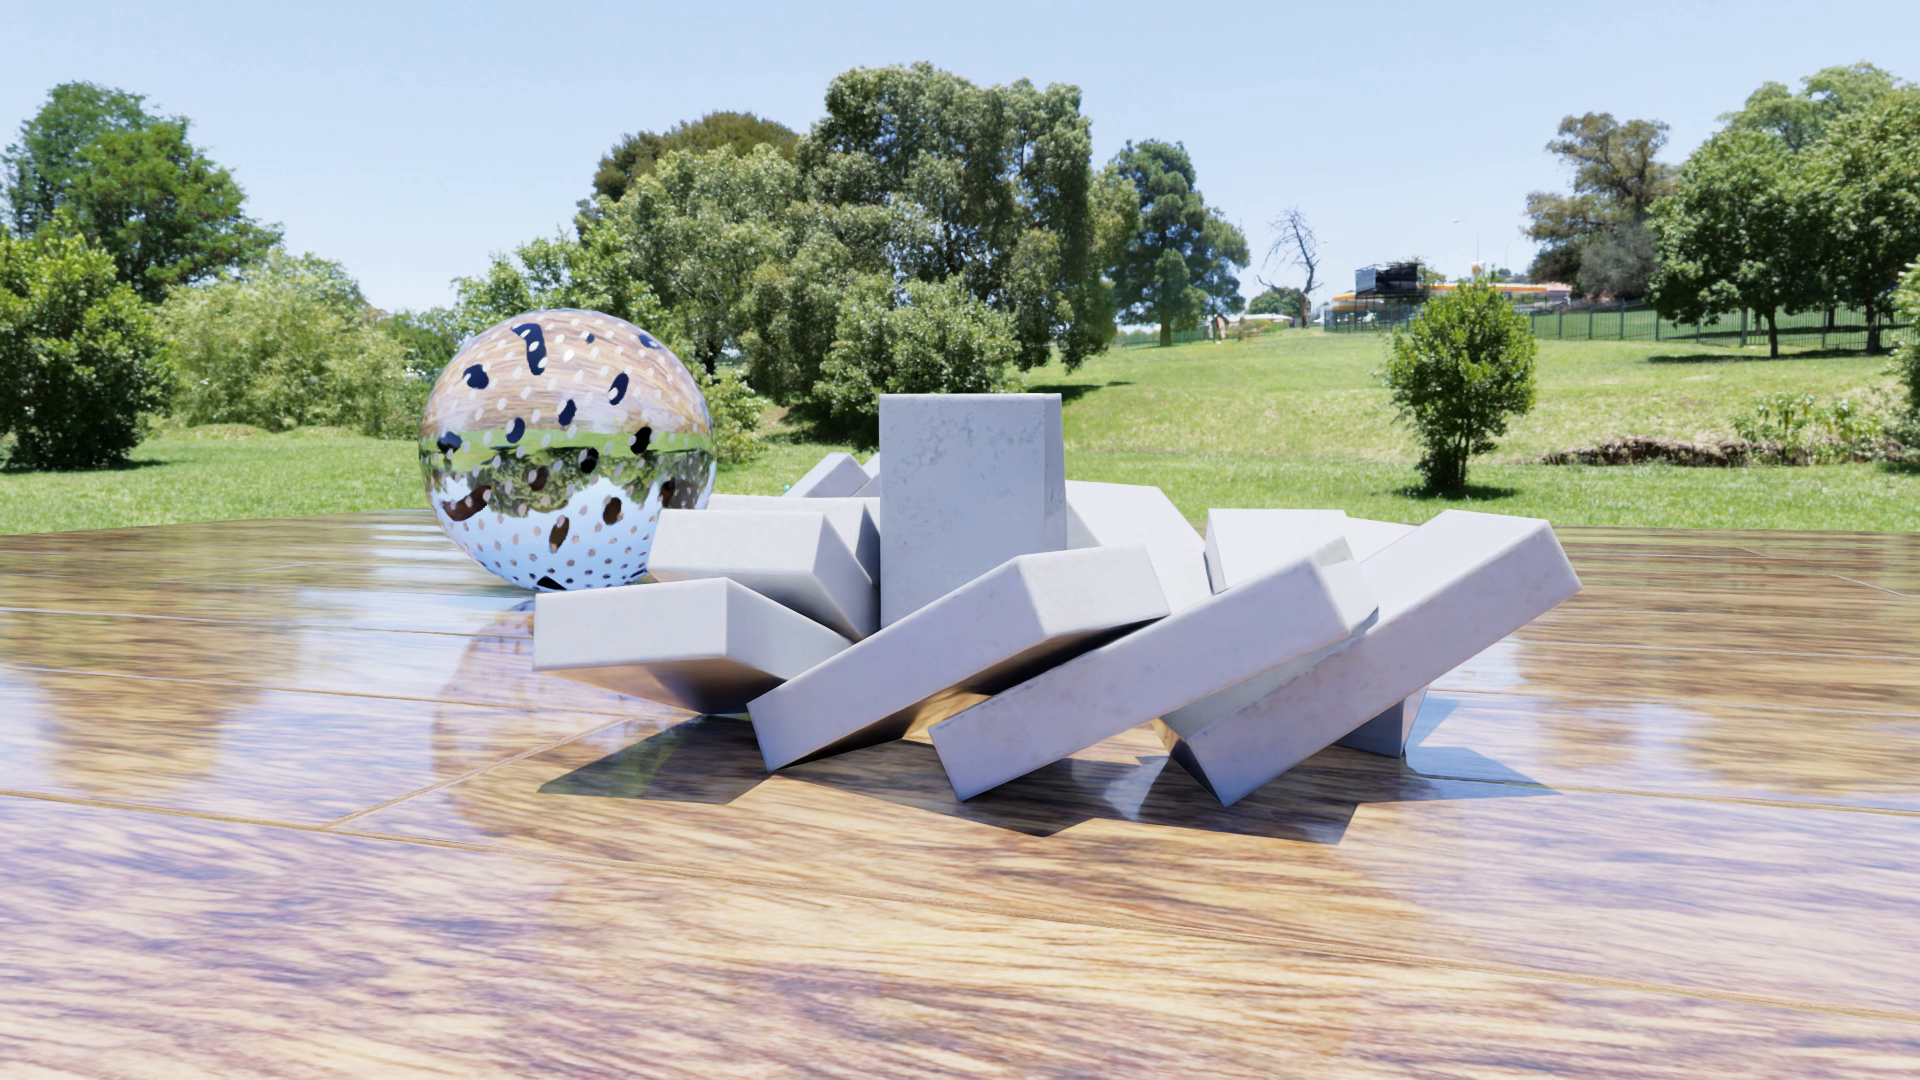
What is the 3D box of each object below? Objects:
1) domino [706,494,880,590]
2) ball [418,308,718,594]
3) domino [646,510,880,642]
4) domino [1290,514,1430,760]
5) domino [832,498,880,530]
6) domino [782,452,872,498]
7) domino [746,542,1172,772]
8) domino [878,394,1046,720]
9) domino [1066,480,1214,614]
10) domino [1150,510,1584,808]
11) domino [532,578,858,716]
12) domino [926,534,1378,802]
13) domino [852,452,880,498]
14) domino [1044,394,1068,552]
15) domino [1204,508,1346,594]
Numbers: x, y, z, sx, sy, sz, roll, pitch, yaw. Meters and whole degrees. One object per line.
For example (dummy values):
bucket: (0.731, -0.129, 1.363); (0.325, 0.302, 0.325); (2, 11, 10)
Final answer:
domino: (-0.023, 0.008, 0.218); (0.025, 0.010, 0.050); (3, -25, 12)
ball: (-0.109, -0.025, 0.360); (0.080, 0.080, 0.080); (0, 4, 0)
domino: (-0.026, 0.011, 0.202); (0.025, 0.010, 0.050); (1, -25, 15)
domino: (0.060, 0.013, 0.196); (0.025, 0.010, 0.050); (9, 31, 29)
domino: (-0.015, 0.008, 0.238); (0.025, 0.010, 0.050); (0, -26, 18)
domino: (-0.049, -0.005, 0.363); (0.050, 0.009, 0.025); (-43, 15, -10)
domino: (-0.001, 0.015, 0.161); (0.050, 0.010, 0.025); (-30, -16, 38)
domino: (0.001, 0.002, 0.200); (0.025, 0.050, 0.009); (0, 6, 3)
domino: (0.037, 0.007, 0.241); (0.025, 0.009, 0.050); (3, 33, -27)
domino: (0.049, 0.014, 0.163); (0.050, 0.010, 0.025); (-31, 6, -2)
domino: (-0.034, 0.016, 0.176); (0.025, 0.010, 0.050); (-5, -15, 13)
domino: (0.023, 0.015, 0.155); (0.050, 0.010, 0.025); (-28, -7, 24)
domino: (-0.036, -0.005, 0.368); (0.050, 0.010, 0.025); (-43, 15, -10)
domino: (0.005, 0.001, 0.216); (0.025, 0.050, 0.009); (3, 11, 35)
domino: (0.058, 0.011, 0.220); (0.025, 0.009, 0.050); (1, 30, 3)
